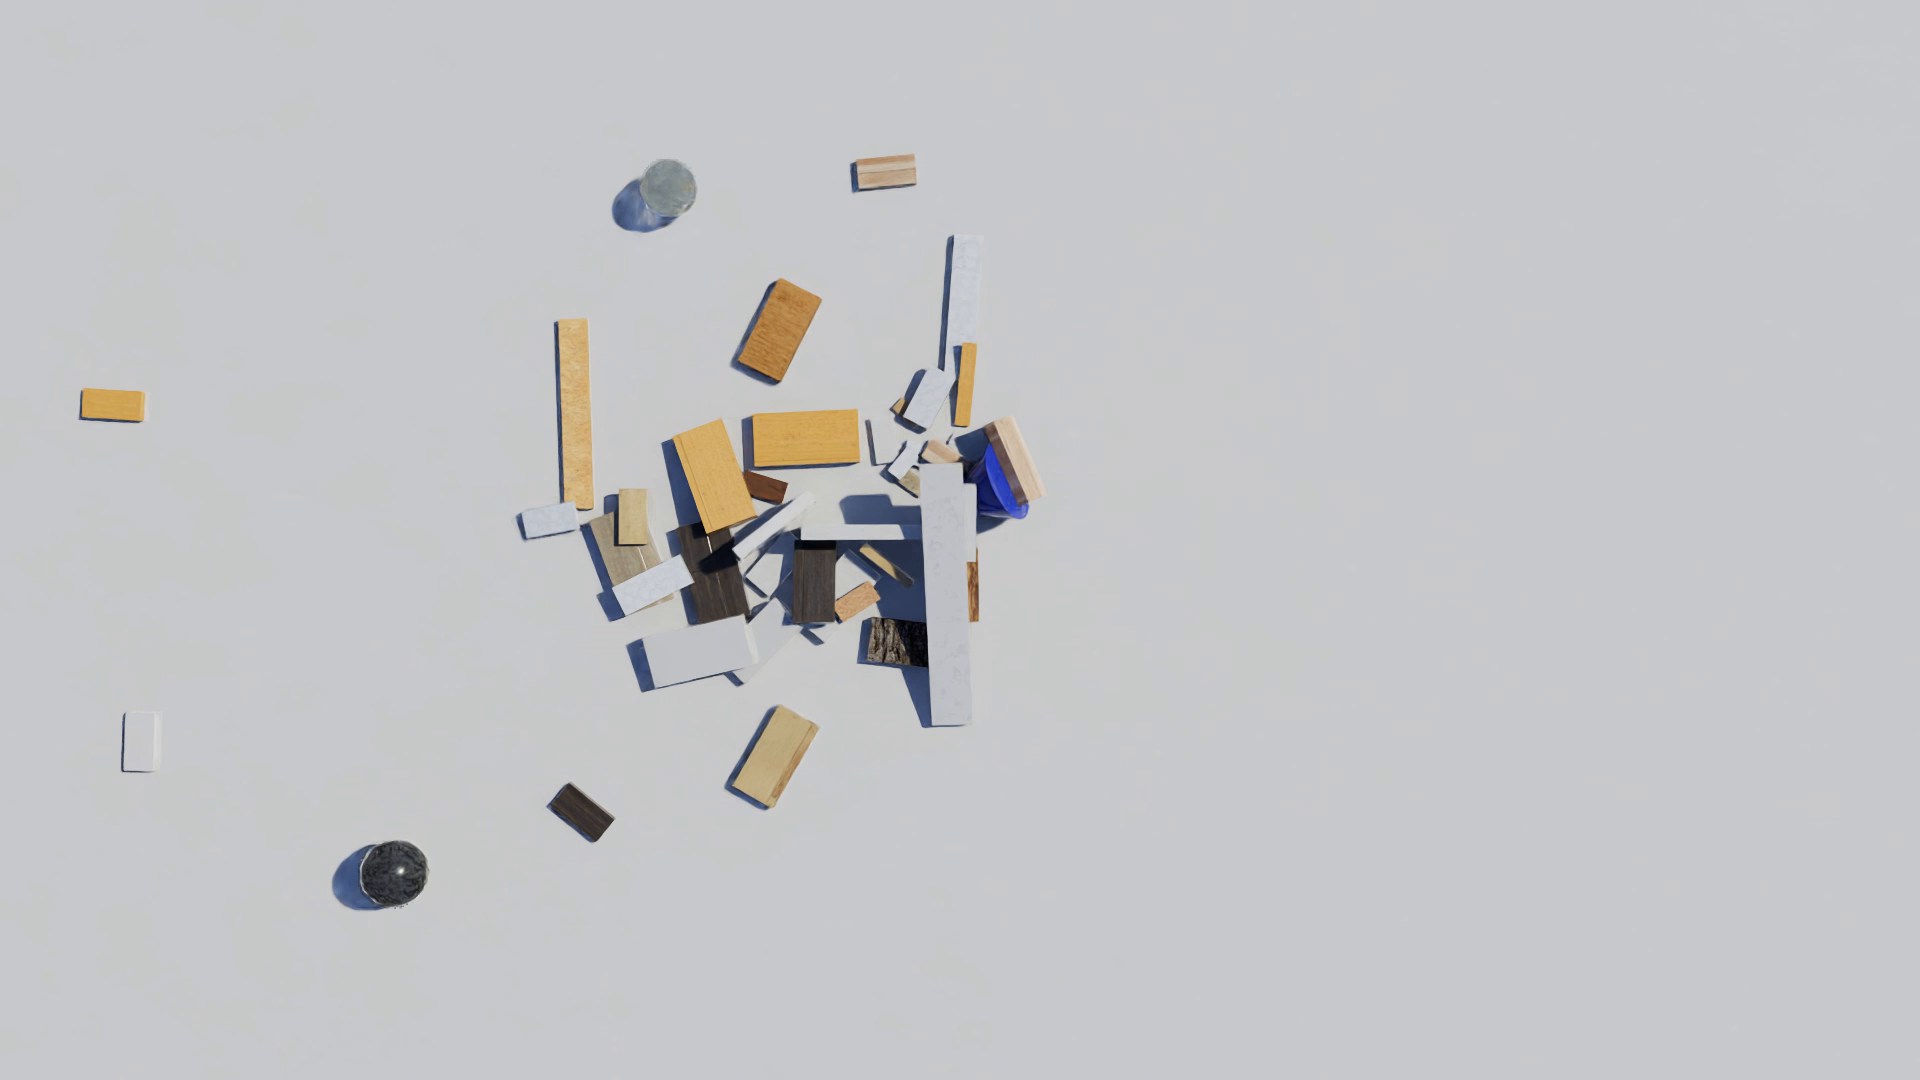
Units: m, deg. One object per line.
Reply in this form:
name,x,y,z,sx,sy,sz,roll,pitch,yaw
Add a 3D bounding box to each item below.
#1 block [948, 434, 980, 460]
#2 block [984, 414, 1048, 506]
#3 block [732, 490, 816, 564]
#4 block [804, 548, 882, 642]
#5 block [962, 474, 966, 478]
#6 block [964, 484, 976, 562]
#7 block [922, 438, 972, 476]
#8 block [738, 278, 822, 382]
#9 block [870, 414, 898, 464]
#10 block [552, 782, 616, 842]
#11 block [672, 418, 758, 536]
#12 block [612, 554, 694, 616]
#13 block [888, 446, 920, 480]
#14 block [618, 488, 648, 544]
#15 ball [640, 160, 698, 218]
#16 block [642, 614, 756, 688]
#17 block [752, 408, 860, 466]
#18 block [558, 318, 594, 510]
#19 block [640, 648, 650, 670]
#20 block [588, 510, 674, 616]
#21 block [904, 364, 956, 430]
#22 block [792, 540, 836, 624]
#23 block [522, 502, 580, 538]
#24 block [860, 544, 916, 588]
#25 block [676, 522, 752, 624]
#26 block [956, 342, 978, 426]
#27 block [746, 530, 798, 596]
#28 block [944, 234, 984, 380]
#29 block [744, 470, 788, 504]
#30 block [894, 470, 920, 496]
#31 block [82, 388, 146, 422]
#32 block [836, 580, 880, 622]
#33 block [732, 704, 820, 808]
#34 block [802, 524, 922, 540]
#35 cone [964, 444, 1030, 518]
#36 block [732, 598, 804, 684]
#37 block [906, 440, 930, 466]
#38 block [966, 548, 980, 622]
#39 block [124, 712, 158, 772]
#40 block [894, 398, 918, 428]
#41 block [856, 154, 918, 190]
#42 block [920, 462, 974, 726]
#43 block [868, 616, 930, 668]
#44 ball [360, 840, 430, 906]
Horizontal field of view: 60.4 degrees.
block,0.011,-0.309,5.493,0.099,0.014,0.050,31,90,0
block,0.184,-0.262,5.428,0.041,0.144,0.287,-24,90,31
block,-0.609,-0.042,5.399,0.309,0.154,0.044,-39,90,-9
block,-0.408,0.185,5.480,0.144,0.041,0.287,40,90,0
block,-0.008,-0.220,5.492,0.054,0.015,0.107,7,90,0
block,-0.010,-0.056,5.323,0.125,0.035,0.250,0,102,0
block,-0.045,-0.267,5.466,0.154,0.022,0.077,33,88,-6
block,-0.597,-0.697,5.478,0.154,0.044,0.309,27,90,0
block,-0.250,-0.334,5.489,0.077,0.022,0.154,-8,90,0
block,-1.252,0.905,5.486,0.193,0.027,0.096,39,90,0
block,-0.808,-0.208,5.448,0.174,0.049,0.347,-21,81,-1
block,-1.011,0.149,5.437,0.247,0.029,0.103,-26,90,0
block,-0.185,-0.256,5.471,0.054,0.015,0.107,39,90,0
block,-1.077,-0.078,5.439,0.091,0.026,0.182,0,90,0
ball,-0.954,-1.151,5.408,0.185,0.185,0.185,0,90,0
block,-0.859,0.365,5.436,0.339,0.048,0.170,-13,95,6
block,-0.508,-0.339,5.475,0.347,0.049,0.174,-3,90,0
block,-1.277,-0.419,5.487,0.091,0.026,0.632,-2,90,0
block,-0.990,0.396,5.487,0.146,0.021,0.073,0,95,0
block,-1.089,0.065,5.476,0.170,0.048,0.339,-20,90,0
block,-0.100,-0.473,5.465,0.097,0.027,0.194,28,94,0
block,-0.478,0.137,5.426,0.136,0.039,0.273,1,79,-1
block,-1.356,-0.067,5.471,0.182,0.026,0.091,-10,93,9
block,-0.240,0.085,5.448,0.206,0.103,0.029,38,91,0
block,-0.816,0.105,5.476,0.170,0.048,0.339,-14,90,0
block,0.021,-0.516,5.468,0.050,0.014,0.275,6,100,0
block,-0.605,0.076,5.485,0.103,0.029,0.206,41,90,0
block,0.012,-0.774,5.486,0.097,0.027,0.482,4,90,0
block,-0.651,-0.176,5.490,0.146,0.021,0.073,17,90,0
block,-0.163,-0.195,5.492,0.107,0.015,0.054,36,90,0
block,-2.815,-0.451,5.486,0.193,0.027,0.096,4,90,0
block,-0.343,0.203,5.449,0.146,0.021,0.073,-33,90,0
block,-0.609,0.718,5.478,0.154,0.044,0.309,30,90,0
block,-0.308,-0.026,5.413,0.410,0.174,0.049,0,90,0
cone,0.044,-0.145,5.436,0.266,0.266,0.266,-23,90,25
block,-0.661,0.334,5.460,0.273,0.039,0.136,-44,90,9
block,-0.108,-0.278,5.489,0.154,0.022,0.077,13,90,0
block,-0.001,0.151,5.431,0.125,0.035,0.250,-1,115,0
block,-2.724,0.670,5.486,0.096,0.027,0.193,2,90,0
block,-0.172,-0.424,5.493,0.099,0.014,0.050,42,90,0
block,-0.243,-1.224,5.486,0.193,0.027,0.097,-5,90,0
block,-0.043,0.184,5.347,0.136,0.039,0.886,-2,108,1
block,-0.157,0.344,5.480,0.287,0.041,0.144,7,90,0
ball,-1.849,1.088,5.392,0.217,0.217,0.217,0,90,0
